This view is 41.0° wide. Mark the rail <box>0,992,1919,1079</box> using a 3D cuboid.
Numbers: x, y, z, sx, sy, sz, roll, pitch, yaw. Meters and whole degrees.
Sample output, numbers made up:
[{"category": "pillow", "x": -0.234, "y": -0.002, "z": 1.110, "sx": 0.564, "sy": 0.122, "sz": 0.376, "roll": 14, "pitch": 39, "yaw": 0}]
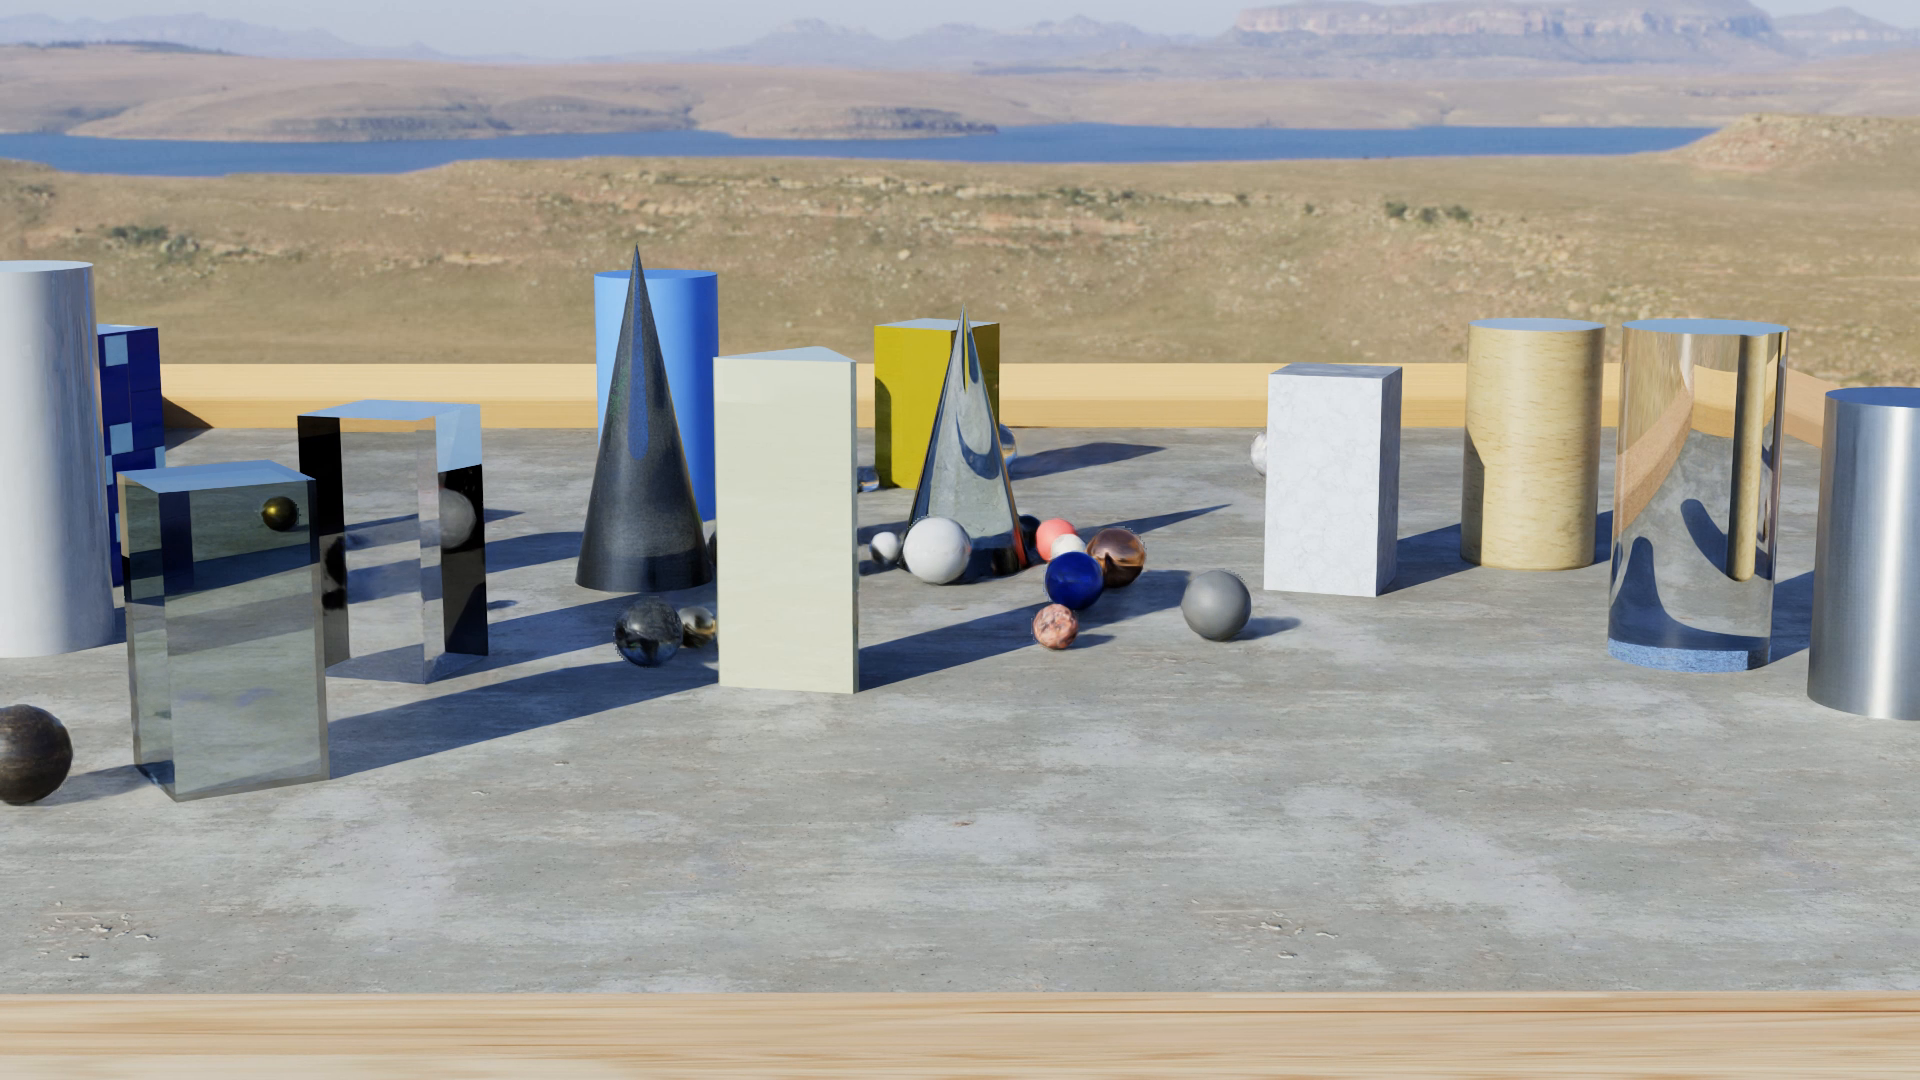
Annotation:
[{"category": "rail", "x": 0.010, "y": 0.356, "z": 1.707, "sx": 3.334, "sy": 0.128, "sz": 0.045, "roll": 0, "pitch": 10, "yaw": 0}]

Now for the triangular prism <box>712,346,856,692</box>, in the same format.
[{"category": "triangular prism", "x": -0.187, "y": -0.029, "z": 3.068, "sx": 0.171, "sy": 0.391, "sz": 0.148, "roll": 2, "pitch": 11, "yaw": 13}]

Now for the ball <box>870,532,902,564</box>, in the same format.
[{"category": "ball", "x": -0.108, "y": 0.012, "z": 3.763, "sx": 0.049, "sy": 0.049, "sz": 0.049, "roll": 0, "pitch": 10, "yaw": 0}]

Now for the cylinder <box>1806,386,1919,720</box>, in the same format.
[{"category": "cylinder", "x": 1.088, "y": 0.012, "z": 2.950, "sx": 0.197, "sy": 0.354, "sz": 0.197, "roll": 0, "pitch": 10, "yaw": 0}]

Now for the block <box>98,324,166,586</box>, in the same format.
[{"category": "block", "x": -1.252, "y": -0.122, "z": 3.663, "sx": 0.158, "sy": 0.357, "sz": 0.158, "roll": 5, "pitch": 12, "yaw": 27}]

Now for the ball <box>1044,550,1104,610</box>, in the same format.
[{"category": "ball", "x": 0.155, "y": 0.055, "z": 3.464, "sx": 0.081, "sy": 0.081, "sz": 0.081, "roll": 0, "pitch": 10, "yaw": 0}]

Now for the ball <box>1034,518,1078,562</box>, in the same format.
[{"category": "ball", "x": 0.143, "y": 0.002, "z": 3.793, "sx": 0.066, "sy": 0.066, "sz": 0.066, "roll": 0, "pitch": 10, "yaw": 0}]

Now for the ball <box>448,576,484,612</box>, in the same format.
[{"category": "ball", "x": -0.667, "y": 0.072, "z": 3.463, "sx": 0.048, "sy": 0.048, "sz": 0.048, "roll": 0, "pitch": 10, "yaw": 0}]

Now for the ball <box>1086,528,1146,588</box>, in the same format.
[{"category": "ball", "x": 0.218, "y": 0.025, "z": 3.617, "sx": 0.085, "sy": 0.085, "sz": 0.085, "roll": 0, "pitch": 10, "yaw": 0}]

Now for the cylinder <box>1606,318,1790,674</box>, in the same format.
[{"category": "cylinder", "x": 0.910, "y": -0.059, "z": 3.172, "sx": 0.197, "sy": 0.411, "sz": 0.197, "roll": 0, "pitch": 10, "yaw": 0}]

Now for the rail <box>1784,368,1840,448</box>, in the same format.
[{"category": "rail", "x": 1.643, "y": 0.031, "z": 3.458, "sx": 0.045, "sy": 0.128, "sz": 3.590, "roll": 0, "pitch": 10, "yaw": 0}]

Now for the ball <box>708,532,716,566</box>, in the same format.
[{"category": "ball", "x": -0.331, "y": 0.013, "z": 3.721, "sx": 0.070, "sy": 0.070, "sz": 0.070, "roll": 0, "pitch": 10, "yaw": 0}]

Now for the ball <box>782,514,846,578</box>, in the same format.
[{"category": "ball", "x": -0.209, "y": 0.009, "z": 3.679, "sx": 0.093, "sy": 0.093, "sz": 0.093, "roll": 0, "pitch": 10, "yaw": 0}]

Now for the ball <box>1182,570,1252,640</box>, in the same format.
[{"category": "ball", "x": 0.329, "y": 0.084, "z": 3.289, "sx": 0.089, "sy": 0.089, "sz": 0.089, "roll": 0, "pitch": 10, "yaw": 0}]

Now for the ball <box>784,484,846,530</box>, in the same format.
[{"category": "ball", "x": -0.221, "y": -0.036, "z": 3.918, "sx": 0.096, "sy": 0.096, "sz": 0.096, "roll": 0, "pitch": 10, "yaw": 0}]

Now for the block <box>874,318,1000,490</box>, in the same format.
[{"category": "block", "x": -0.040, "y": -0.238, "z": 4.501, "sx": 0.158, "sy": 0.281, "sz": 0.158, "roll": 7, "pitch": 12, "yaw": 32}]

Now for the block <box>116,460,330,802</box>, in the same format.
[{"category": "block", "x": -0.759, "y": 0.089, "z": 2.644, "sx": 0.158, "sy": 0.314, "sz": 0.158, "roll": -7, "pitch": 12, "yaw": -32}]

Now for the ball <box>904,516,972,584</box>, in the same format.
[{"category": "ball", "x": -0.032, "y": 0.015, "z": 3.640, "sx": 0.097, "sy": 0.097, "sz": 0.097, "roll": 0, "pitch": 10, "yaw": 0}]

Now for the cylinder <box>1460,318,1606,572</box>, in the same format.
[{"category": "cylinder", "x": 0.847, "y": -0.145, "z": 3.802, "sx": 0.197, "sy": 0.351, "sz": 0.197, "roll": 0, "pitch": 10, "yaw": 0}]

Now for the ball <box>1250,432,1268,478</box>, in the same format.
[{"category": "ball", "x": 0.559, "y": -0.152, "z": 4.565, "sx": 0.087, "sy": 0.087, "sz": 0.087, "roll": 0, "pitch": 10, "yaw": 0}]

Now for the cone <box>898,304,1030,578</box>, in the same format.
[{"category": "cone", "x": 0.006, "y": -0.156, "z": 3.754, "sx": 0.197, "sy": 0.390, "sz": 0.197, "roll": 0, "pitch": 10, "yaw": 0}]

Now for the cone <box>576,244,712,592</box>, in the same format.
[{"category": "cone", "x": -0.453, "y": -0.182, "z": 3.639, "sx": 0.197, "sy": 0.483, "sz": 0.197, "roll": 0, "pitch": 10, "yaw": 0}]

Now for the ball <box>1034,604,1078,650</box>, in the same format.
[{"category": "ball", "x": 0.121, "y": 0.109, "z": 3.238, "sx": 0.057, "sy": 0.057, "sz": 0.057, "roll": 0, "pitch": 10, "yaw": 0}]

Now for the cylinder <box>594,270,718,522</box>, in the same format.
[{"category": "cylinder", "x": -0.490, "y": -0.235, "z": 4.169, "sx": 0.197, "sy": 0.394, "sz": 0.197, "roll": 0, "pitch": 10, "yaw": 0}]

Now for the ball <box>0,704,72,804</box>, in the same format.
[{"category": "ball", "x": -0.937, "y": 0.214, "z": 2.560, "sx": 0.099, "sy": 0.099, "sz": 0.099, "roll": 0, "pitch": 10, "yaw": 0}]

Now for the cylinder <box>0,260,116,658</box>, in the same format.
[{"category": "cylinder", "x": -1.186, "y": -0.107, "z": 3.247, "sx": 0.197, "sy": 0.478, "sz": 0.197, "roll": 0, "pitch": 10, "yaw": 0}]

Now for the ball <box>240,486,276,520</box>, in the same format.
[{"category": "ball", "x": -1.134, "y": -0.059, "z": 4.148, "sx": 0.056, "sy": 0.056, "sz": 0.056, "roll": 0, "pitch": 10, "yaw": 0}]

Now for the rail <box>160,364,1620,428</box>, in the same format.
[{"category": "rail", "x": -0.010, "y": -0.290, "z": 5.190, "sx": 3.334, "sy": 0.128, "sz": 0.045, "roll": 0, "pitch": 10, "yaw": 0}]

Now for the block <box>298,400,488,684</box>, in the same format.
[{"category": "block", "x": -0.688, "y": -0.002, "z": 3.124, "sx": 0.158, "sy": 0.317, "sz": 0.158, "roll": 3, "pitch": 11, "yaw": 17}]

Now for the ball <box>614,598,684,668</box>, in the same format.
[{"category": "ball", "x": -0.381, "y": 0.113, "z": 3.141, "sx": 0.084, "sy": 0.084, "sz": 0.084, "roll": 0, "pitch": 10, "yaw": 0}]

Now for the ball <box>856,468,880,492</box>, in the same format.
[{"category": "ball", "x": -0.160, "y": -0.103, "z": 4.428, "sx": 0.042, "sy": 0.042, "sz": 0.042, "roll": 0, "pitch": 10, "yaw": 0}]

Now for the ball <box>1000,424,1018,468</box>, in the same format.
[{"category": "ball", "x": 0.056, "y": -0.167, "z": 4.622, "sx": 0.095, "sy": 0.095, "sz": 0.095, "roll": 0, "pitch": 10, "yaw": 0}]

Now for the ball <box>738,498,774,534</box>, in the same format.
[{"category": "ball", "x": -0.295, "y": -0.036, "z": 3.722, "sx": 0.052, "sy": 0.052, "sz": 0.052, "roll": 0, "pitch": 10, "yaw": 0}]

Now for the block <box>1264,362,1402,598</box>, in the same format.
[{"category": "block", "x": 0.529, "y": -0.089, "z": 3.629, "sx": 0.158, "sy": 0.304, "sz": 0.158, "roll": 4, "pitch": 11, "yaw": 19}]

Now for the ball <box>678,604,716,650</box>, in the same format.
[{"category": "ball", "x": -0.335, "y": 0.110, "z": 3.239, "sx": 0.056, "sy": 0.056, "sz": 0.056, "roll": 0, "pitch": 10, "yaw": 0}]

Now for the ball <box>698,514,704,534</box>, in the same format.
[{"category": "ball", "x": -0.426, "y": -0.016, "z": 3.831, "sx": 0.087, "sy": 0.087, "sz": 0.087, "roll": 0, "pitch": 10, "yaw": 0}]

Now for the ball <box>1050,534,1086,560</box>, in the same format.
[{"category": "ball", "x": 0.158, "y": 0.018, "z": 3.738, "sx": 0.054, "sy": 0.054, "sz": 0.054, "roll": 0, "pitch": 10, "yaw": 0}]

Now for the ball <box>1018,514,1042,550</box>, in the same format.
[{"category": "ball", "x": 0.101, "y": -0.012, "z": 3.900, "sx": 0.054, "sy": 0.054, "sz": 0.054, "roll": 0, "pitch": 10, "yaw": 0}]
